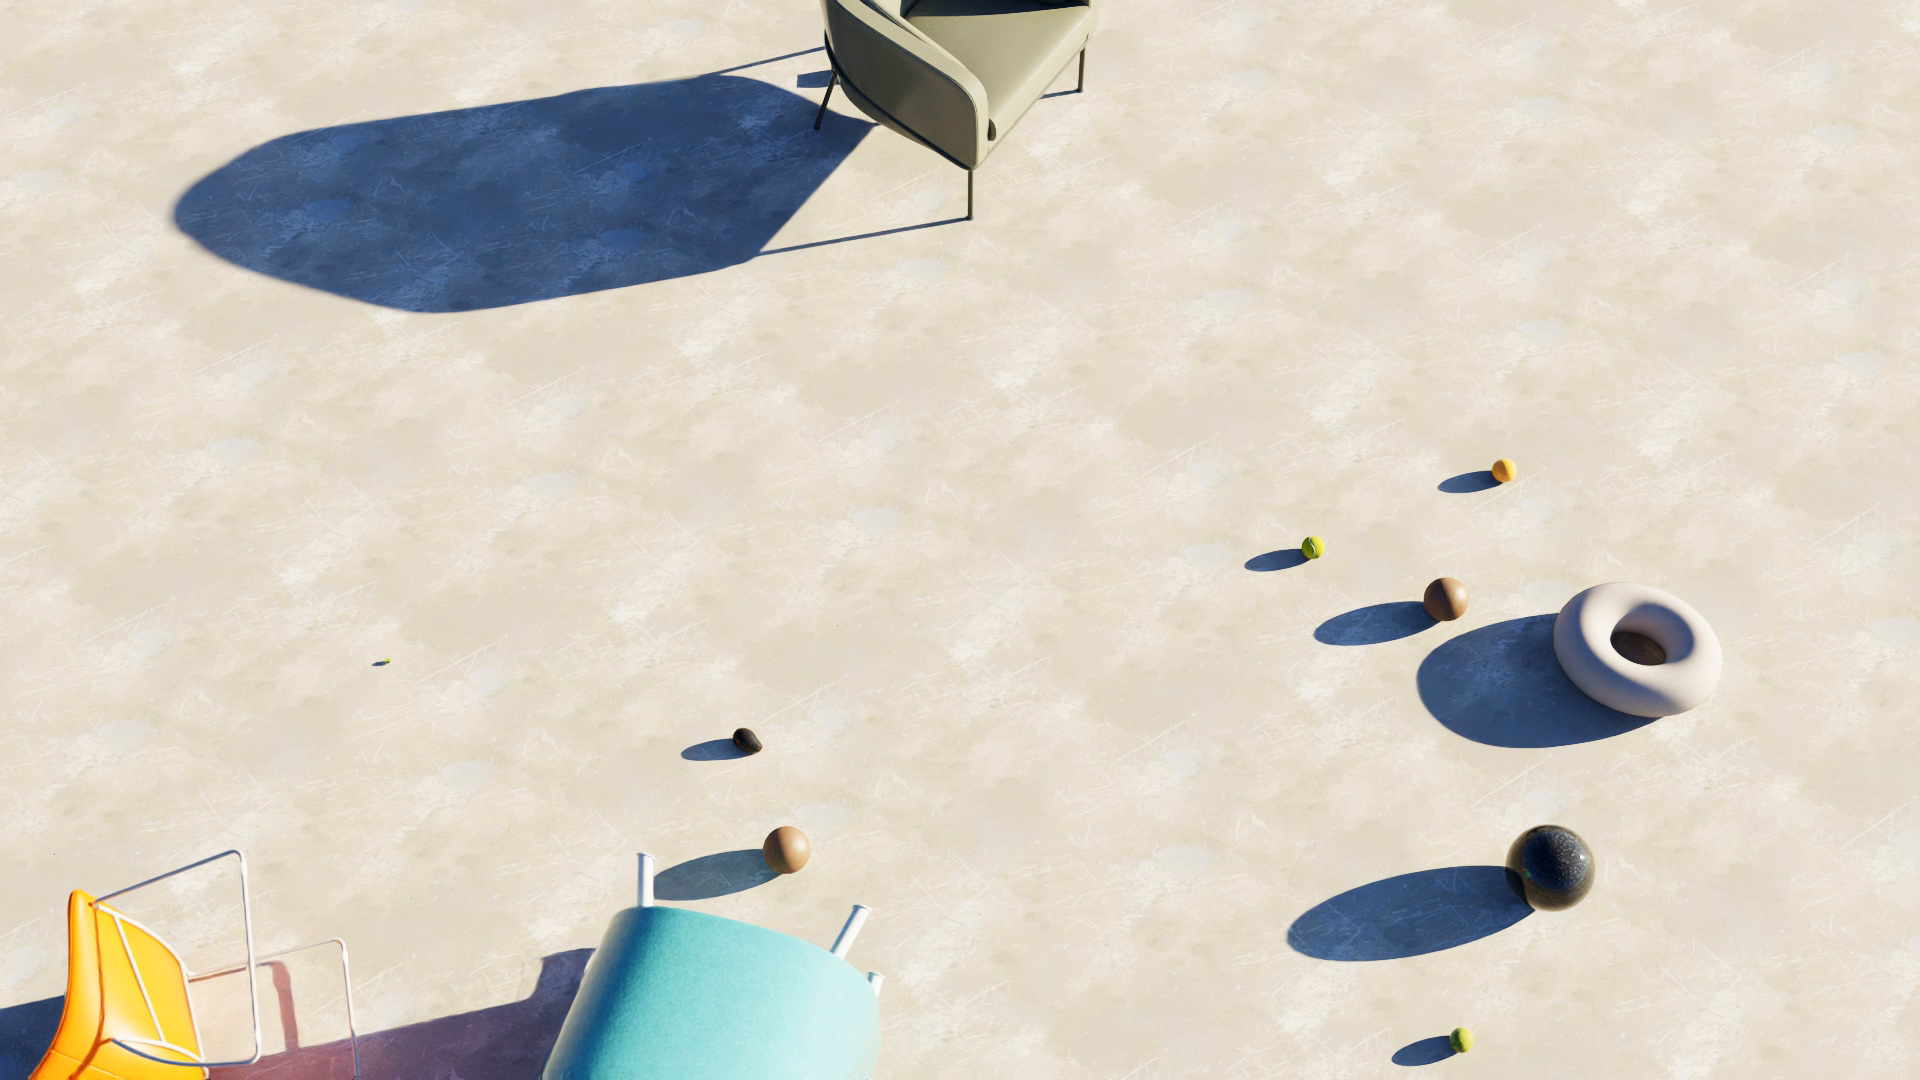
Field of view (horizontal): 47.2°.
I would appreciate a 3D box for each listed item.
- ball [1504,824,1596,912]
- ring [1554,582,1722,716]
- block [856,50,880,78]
[{"bbox_3d":[1.570,0.872,5.848,0.235,0.235,0.235,0,56,0],"label":"ball"},{"bbox_3d":[1.931,0.311,6.270,0.478,0.163,0.404,21,60,14],"label":"ring"},{"bbox_3d":[-0.321,-1.653,7.640,0.077,0.072,0.064,1,56,1],"label":"block"}]
